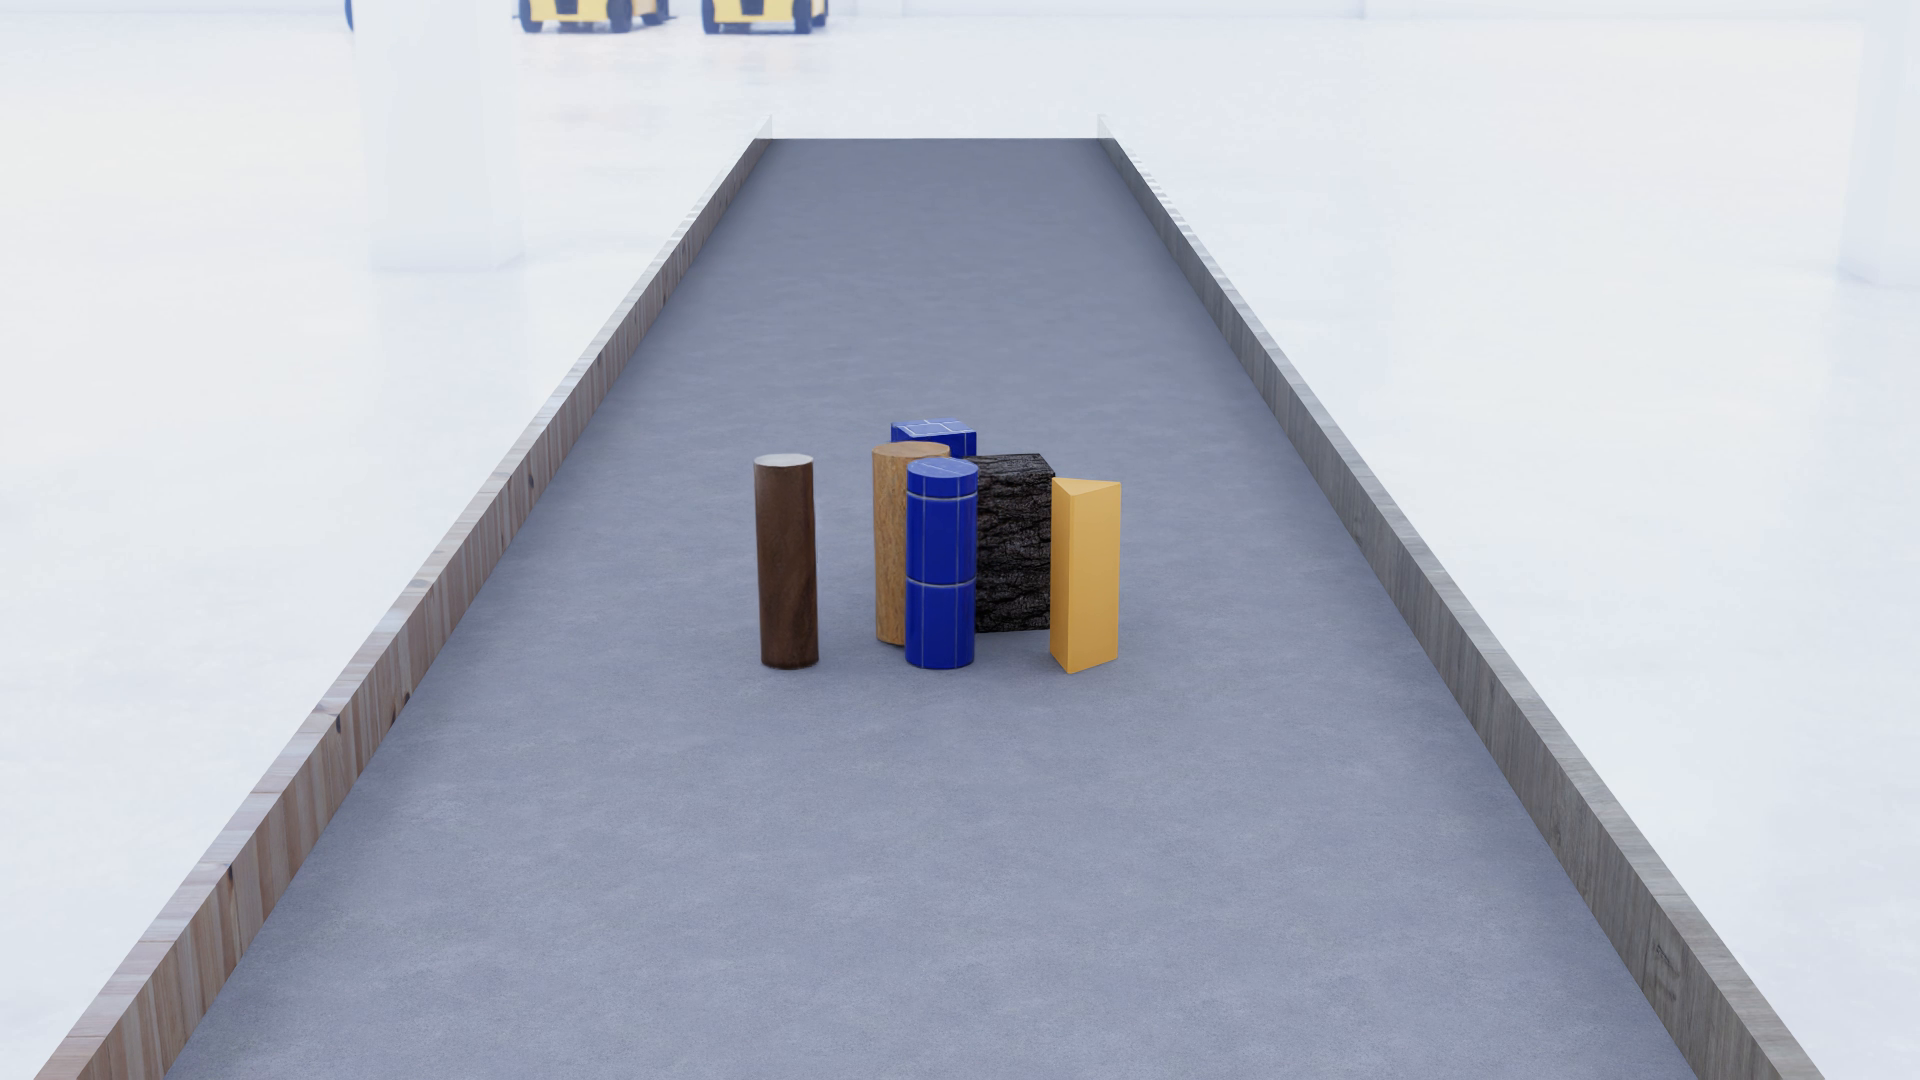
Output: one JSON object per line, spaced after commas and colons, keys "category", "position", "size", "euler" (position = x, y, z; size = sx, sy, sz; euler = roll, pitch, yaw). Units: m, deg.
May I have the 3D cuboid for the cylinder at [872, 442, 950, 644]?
{"category": "cylinder", "position": [-0.096, 0.005, 4.509], "size": [0.159, 0.391, 0.159], "euler": [-1, 14, 0]}

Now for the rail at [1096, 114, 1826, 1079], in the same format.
{"category": "rail", "position": [0.932, -0.844, 7.801], "size": [0.050, 0.150, 12.000], "euler": [0, 17, -1]}

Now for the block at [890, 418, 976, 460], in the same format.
{"category": "block", "position": [-0.059, -0.079, 4.873], "size": [0.147, 0.352, 0.147], "euler": [-6, 18, -19]}

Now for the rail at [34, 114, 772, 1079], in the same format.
{"category": "rail", "position": [-1.118, -0.838, 7.780], "size": [0.050, 0.150, 12.000], "euler": [0, 17, -1]}

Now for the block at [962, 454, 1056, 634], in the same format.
{"category": "block", "position": [0.099, 0.005, 4.617], "size": [0.167, 0.338, 0.167], "euler": [-3, 17, -9]}

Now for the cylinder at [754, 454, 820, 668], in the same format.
{"category": "cylinder", "position": [-0.344, 0.041, 4.362], "size": [0.117, 0.410, 0.117], "euler": [-1, 14, 0]}

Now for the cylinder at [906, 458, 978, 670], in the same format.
{"category": "cylinder", "position": [-0.037, 0.048, 4.357], "size": [0.140, 0.399, 0.140], "euler": [1, 18, 0]}

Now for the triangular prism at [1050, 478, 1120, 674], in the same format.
{"category": "triangular prism", "position": [0.225, 0.063, 4.375], "size": [0.138, 0.364, 0.119], "euler": [-15, 22, -41]}
